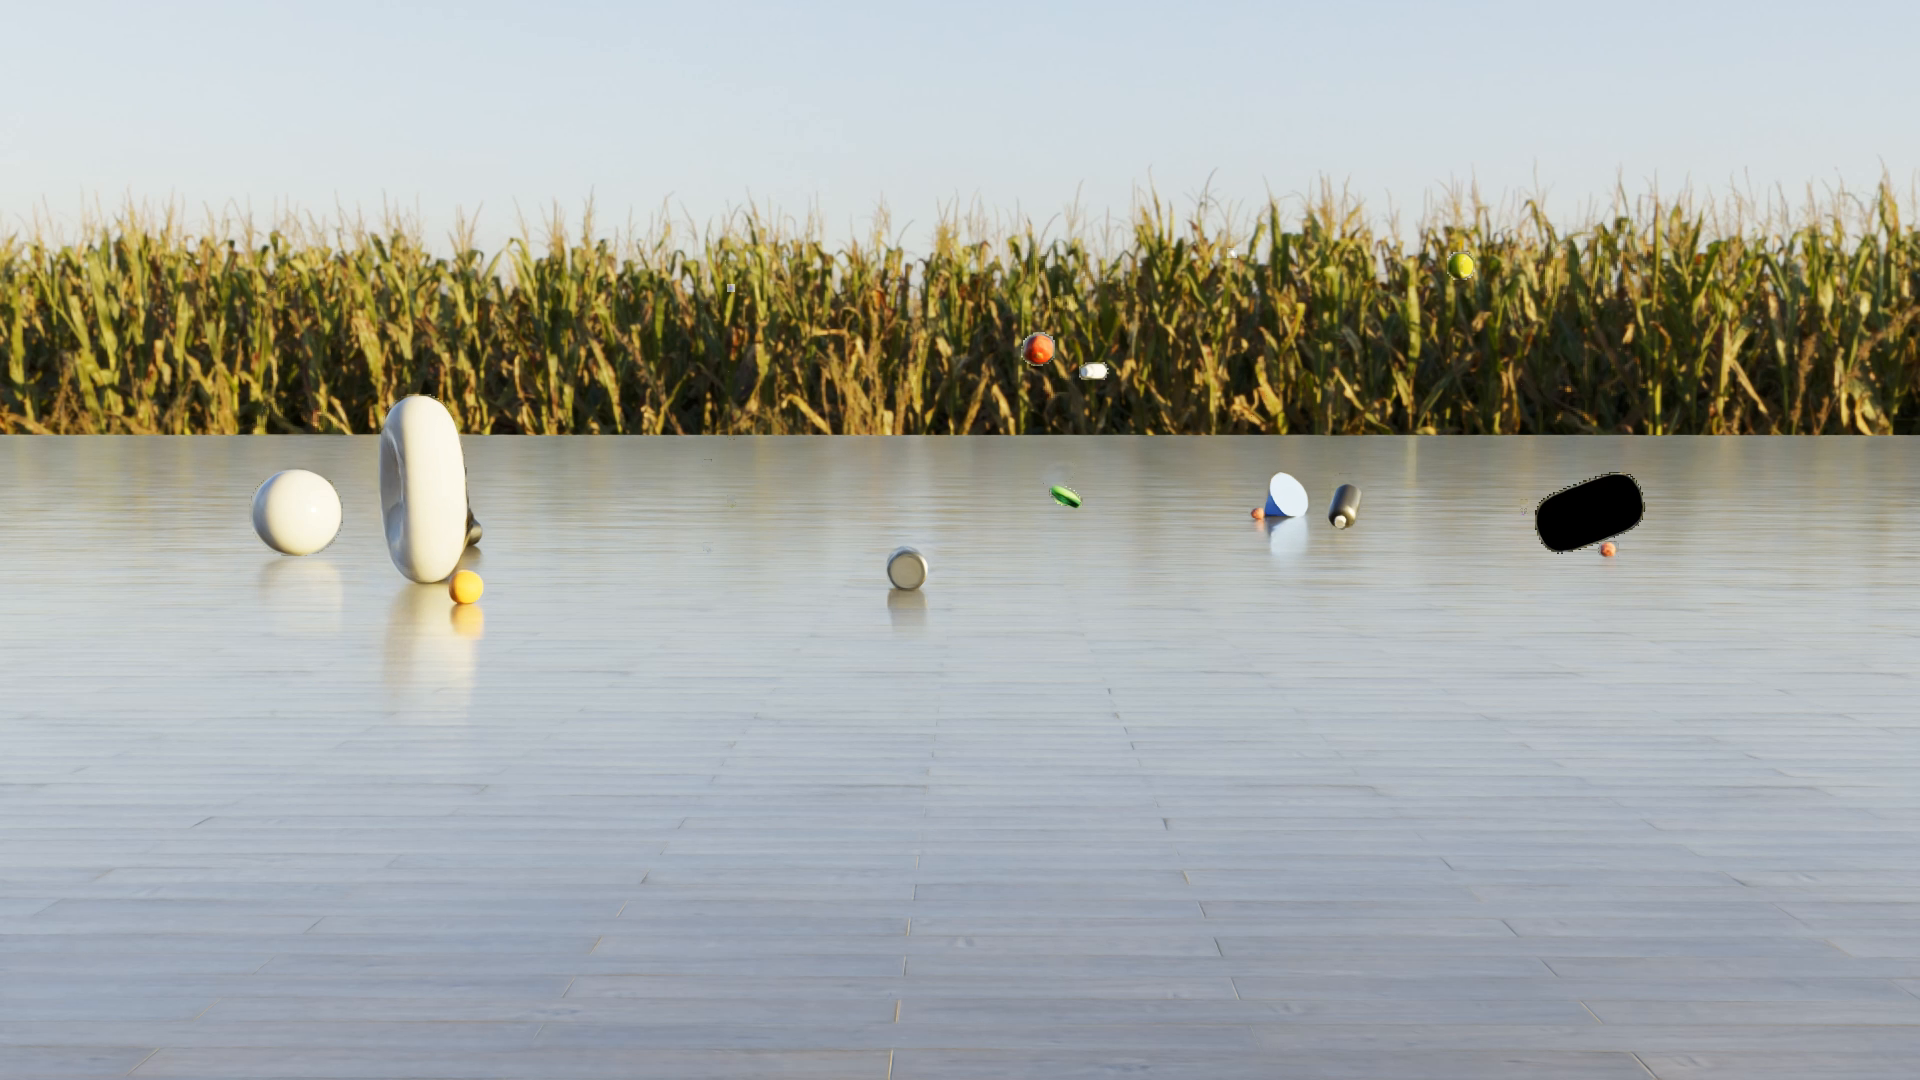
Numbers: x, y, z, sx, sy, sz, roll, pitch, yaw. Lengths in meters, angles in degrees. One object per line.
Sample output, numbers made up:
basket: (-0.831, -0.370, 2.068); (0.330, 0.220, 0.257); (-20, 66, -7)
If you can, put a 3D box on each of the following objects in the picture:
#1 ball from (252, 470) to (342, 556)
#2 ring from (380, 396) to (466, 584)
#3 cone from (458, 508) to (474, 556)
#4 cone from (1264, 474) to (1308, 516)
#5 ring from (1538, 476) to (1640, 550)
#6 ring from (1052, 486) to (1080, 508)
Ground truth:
ball: (-1.789, -0.074, 5.929); (0.232, 0.232, 0.232); (0, 4, 0)
ring: (-1.237, -0.113, 5.056); (0.144, 0.447, 0.296); (-7, 22, -28)
cone: (-1.365, 0.009, 5.932); (0.178, 0.097, 0.185); (-14, 45, 16)
cone: (1.122, -0.125, 7.808); (0.145, 0.168, 0.187); (-42, 14, 44)
ring: (1.583, -0.067, 5.536); (0.139, 0.134, 0.310); (-6, -14, -37)
ring: (0.398, -0.161, 8.257); (0.126, 0.031, 0.066); (31, -30, -6)
